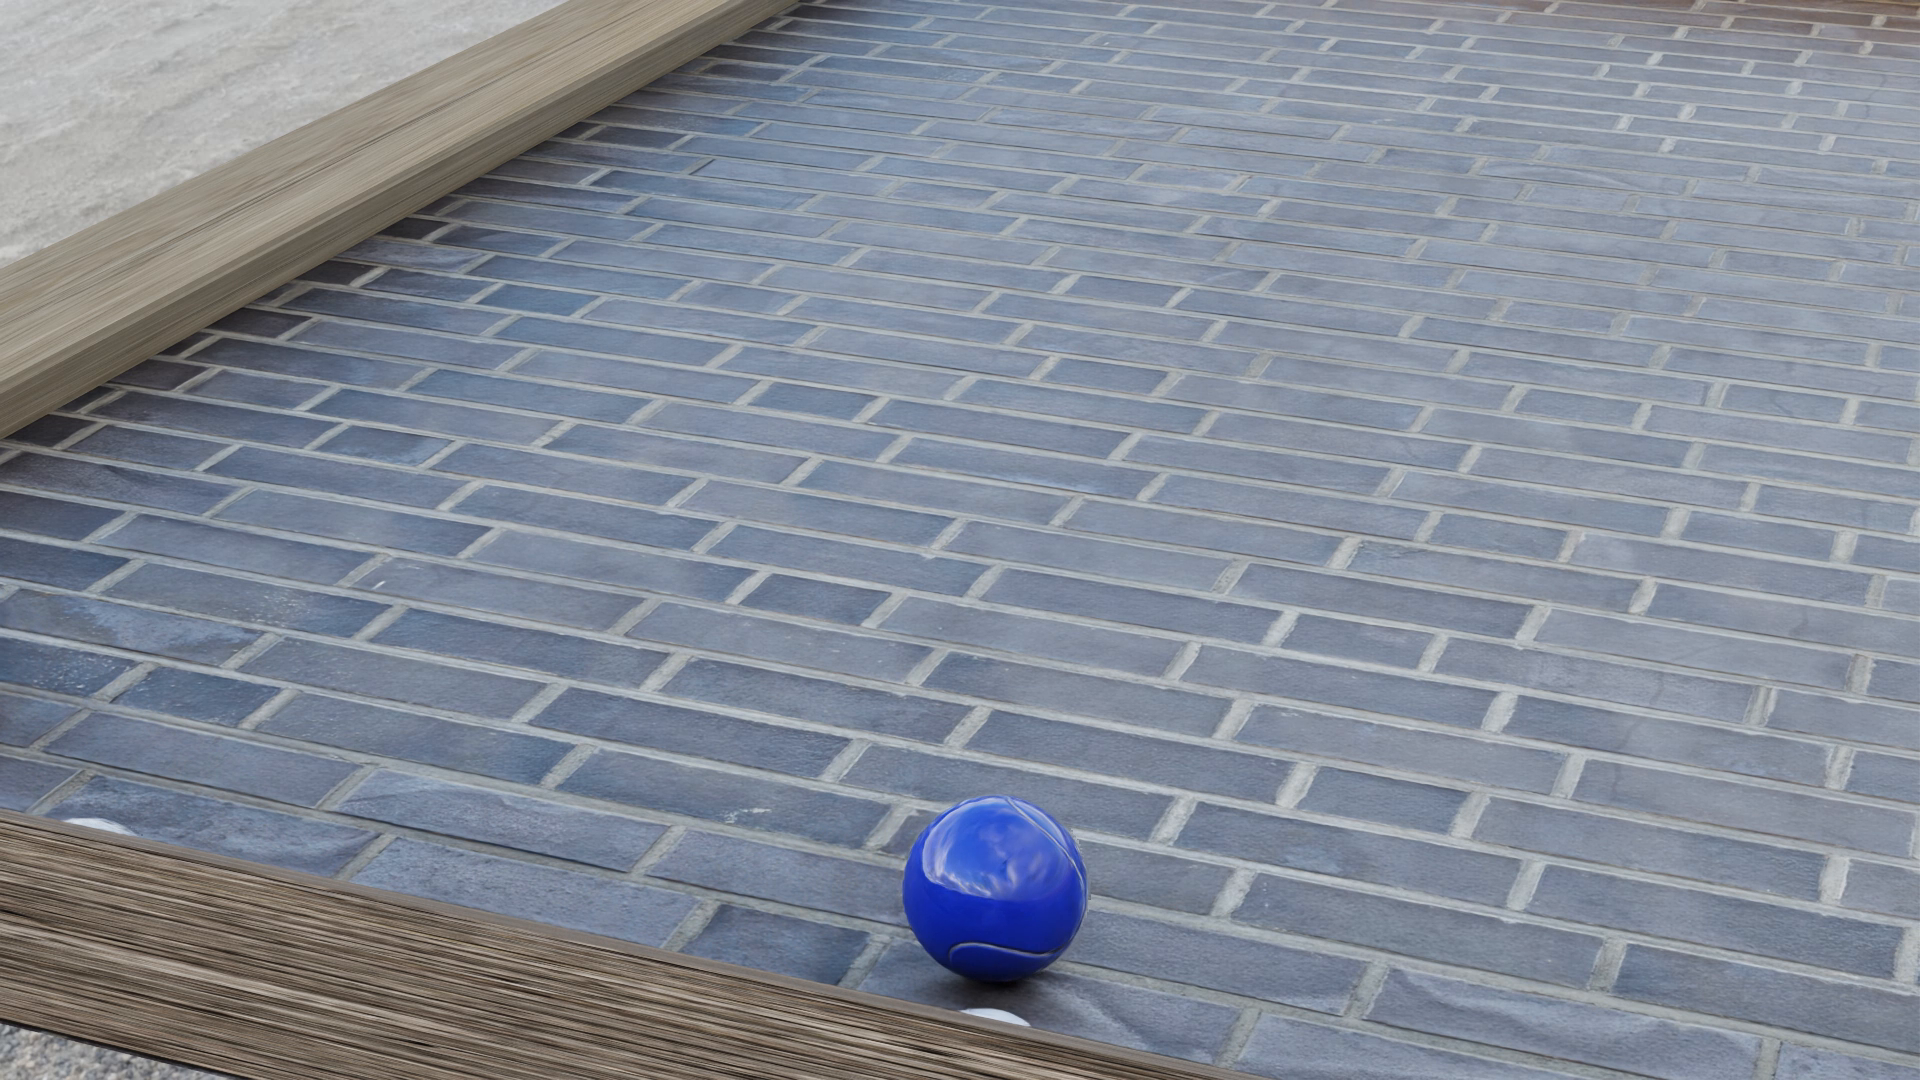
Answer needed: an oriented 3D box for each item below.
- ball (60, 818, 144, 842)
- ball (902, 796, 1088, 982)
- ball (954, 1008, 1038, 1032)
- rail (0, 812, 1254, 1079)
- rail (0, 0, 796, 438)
[{"bbox_3d":[-0.456,0.182,1.536,0.075,0.075,0.075,0,24,0],"label":"ball"},{"bbox_3d":[0.018,0.180,1.515,0.096,0.096,0.096,0,24,0],"label":"ball"},{"bbox_3d":[0.010,0.255,1.374,0.072,0.072,0.072,0,24,0],"label":"ball"},{"bbox_3d":[-0.227,0.217,1.394,1.543,0.125,0.045,9,25,19],"label":"rail"},{"bbox_3d":[-0.463,-0.380,2.736,0.045,0.125,2.621,9,25,19],"label":"rail"}]
